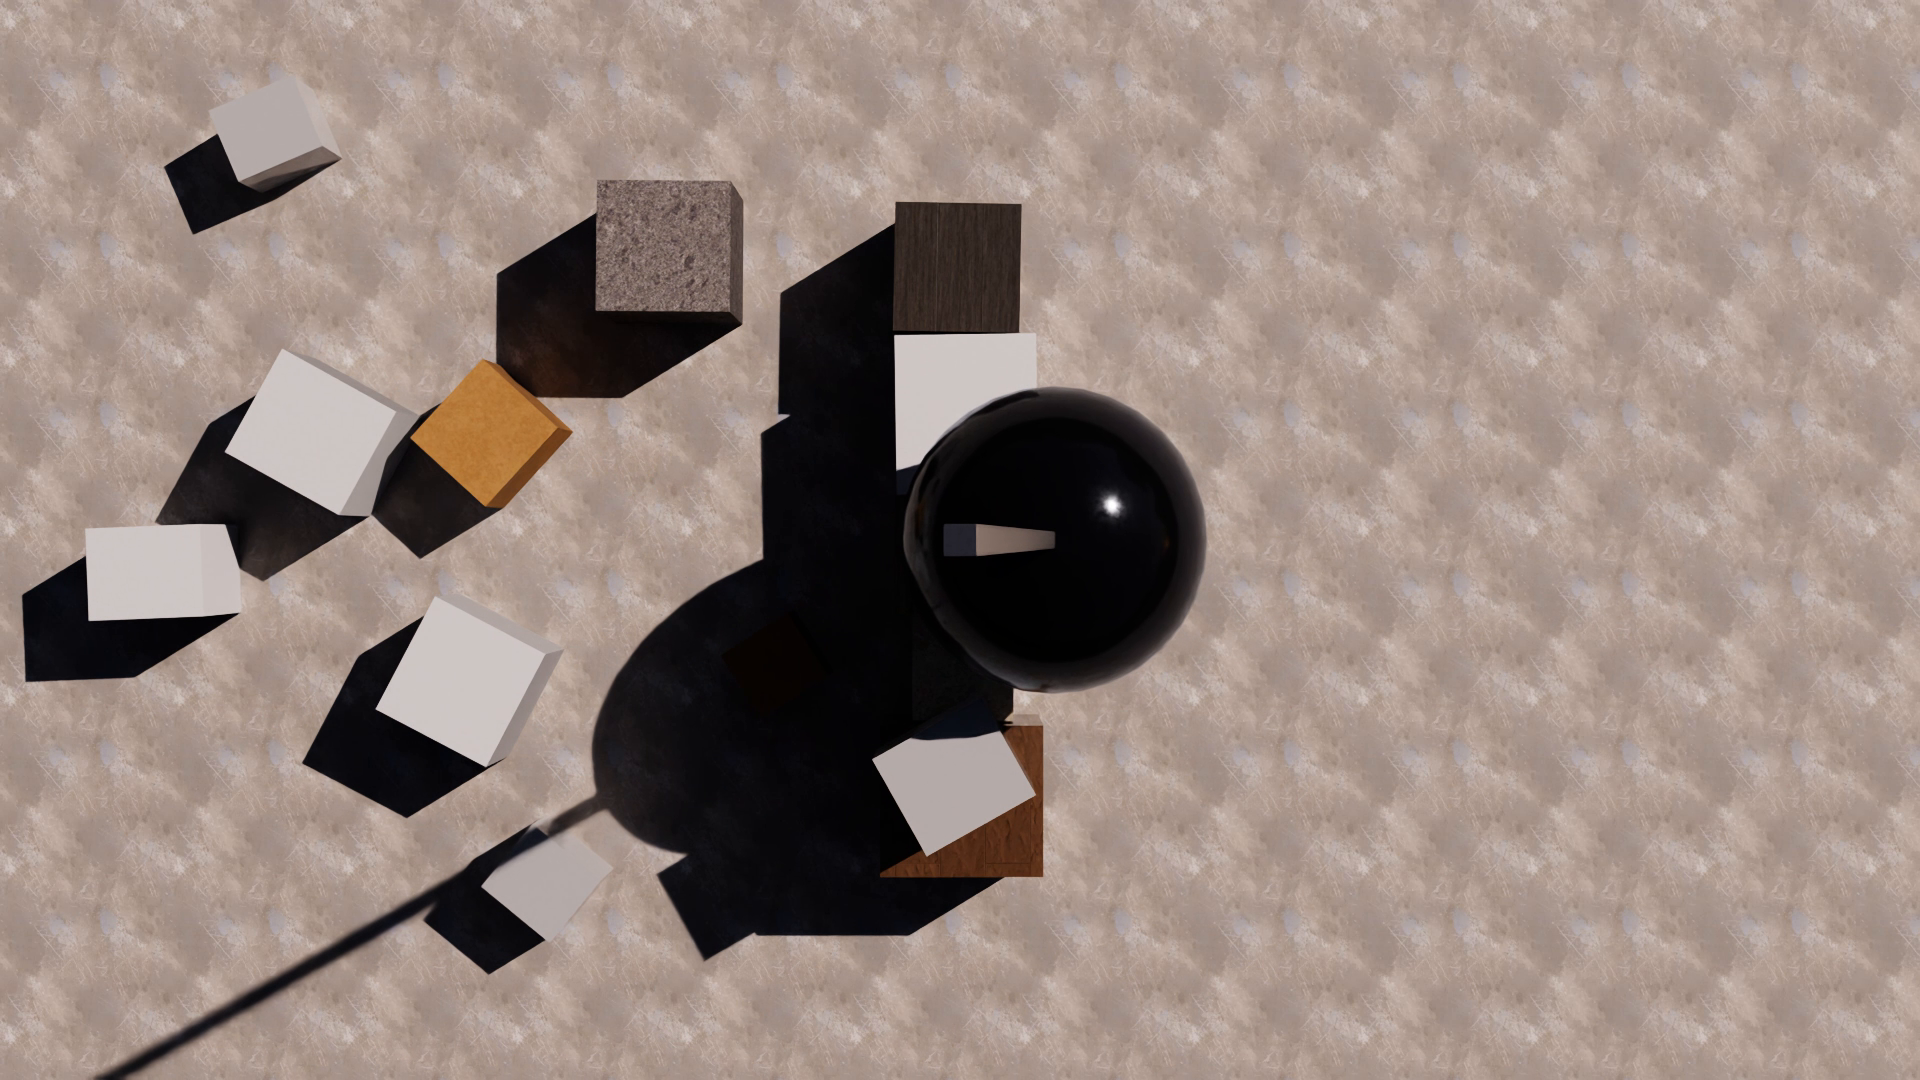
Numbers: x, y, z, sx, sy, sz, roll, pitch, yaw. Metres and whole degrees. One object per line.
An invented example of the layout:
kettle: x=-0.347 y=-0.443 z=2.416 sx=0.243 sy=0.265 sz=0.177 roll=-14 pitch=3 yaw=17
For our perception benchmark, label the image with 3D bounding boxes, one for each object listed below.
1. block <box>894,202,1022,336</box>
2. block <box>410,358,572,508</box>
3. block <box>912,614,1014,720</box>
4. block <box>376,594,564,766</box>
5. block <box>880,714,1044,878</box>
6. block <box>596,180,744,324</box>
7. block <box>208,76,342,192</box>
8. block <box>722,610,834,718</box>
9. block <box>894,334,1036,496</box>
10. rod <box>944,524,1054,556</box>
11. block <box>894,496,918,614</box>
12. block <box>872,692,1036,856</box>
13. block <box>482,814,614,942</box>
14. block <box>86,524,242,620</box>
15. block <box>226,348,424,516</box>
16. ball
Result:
block: x=-0.015 y=-1.524 z=12.639 sx=0.706 sy=0.721 sz=0.720 roll=1 pitch=90 yaw=0
block: x=-2.704 y=-0.610 z=12.745 sx=0.579 sy=0.511 sz=0.609 roll=42 pitch=90 yaw=0
block: x=0.017 y=0.720 z=12.704 sx=0.571 sy=0.593 sz=0.601 roll=0 pitch=90 yaw=0
block: x=-2.813 y=0.798 z=12.691 sx=0.702 sy=0.617 sz=0.718 roll=28 pitch=90 yaw=0
block: x=0.010 y=1.452 z=12.608 sx=0.906 sy=0.785 sz=0.843 roll=0 pitch=90 yaw=0
block: x=-1.656 y=-1.642 z=12.634 sx=0.748 sy=0.732 sz=0.731 roll=0 pitch=90 yaw=0
block: x=-3.975 y=-2.356 z=12.792 sx=0.523 sy=0.417 sz=0.441 roll=-23 pitch=90 yaw=0
block: x=-1.050 y=0.714 z=12.734 sx=0.450 sy=0.531 sz=0.429 roll=-33 pitch=90 yaw=0
block: x=0.036 y=-0.698 z=12.582 sx=0.783 sy=0.835 sz=0.882 roll=-1 pitch=90 yaw=0
rod: x=0.209 y=0.000 z=8.021 sx=0.080 sy=5.200 sz=0.080 roll=0 pitch=90 yaw=5
block: x=-0.023 y=0.085 z=12.627 sx=0.684 sy=0.747 sz=0.660 roll=0 pitch=90 yaw=0
block: x=-0.031 y=1.255 z=11.923 sx=0.663 sy=0.584 sz=0.589 roll=-29 pitch=90 yaw=0
block: x=-2.389 y=1.959 z=12.771 sx=0.506 sy=0.458 sz=0.463 roll=39 pitch=90 yaw=0
block: x=-4.581 y=0.183 z=12.675 sx=0.645 sy=0.649 sz=0.518 roll=-2 pitch=90 yaw=0
block: x=-3.647 y=-0.607 z=12.675 sx=0.732 sy=0.650 sz=0.664 roll=29 pitch=90 yaw=0
ball: x=0.482 y=0.000 z=11.410 sx=1.600 sy=1.600 sz=1.600 roll=0 pitch=90 yaw=0
